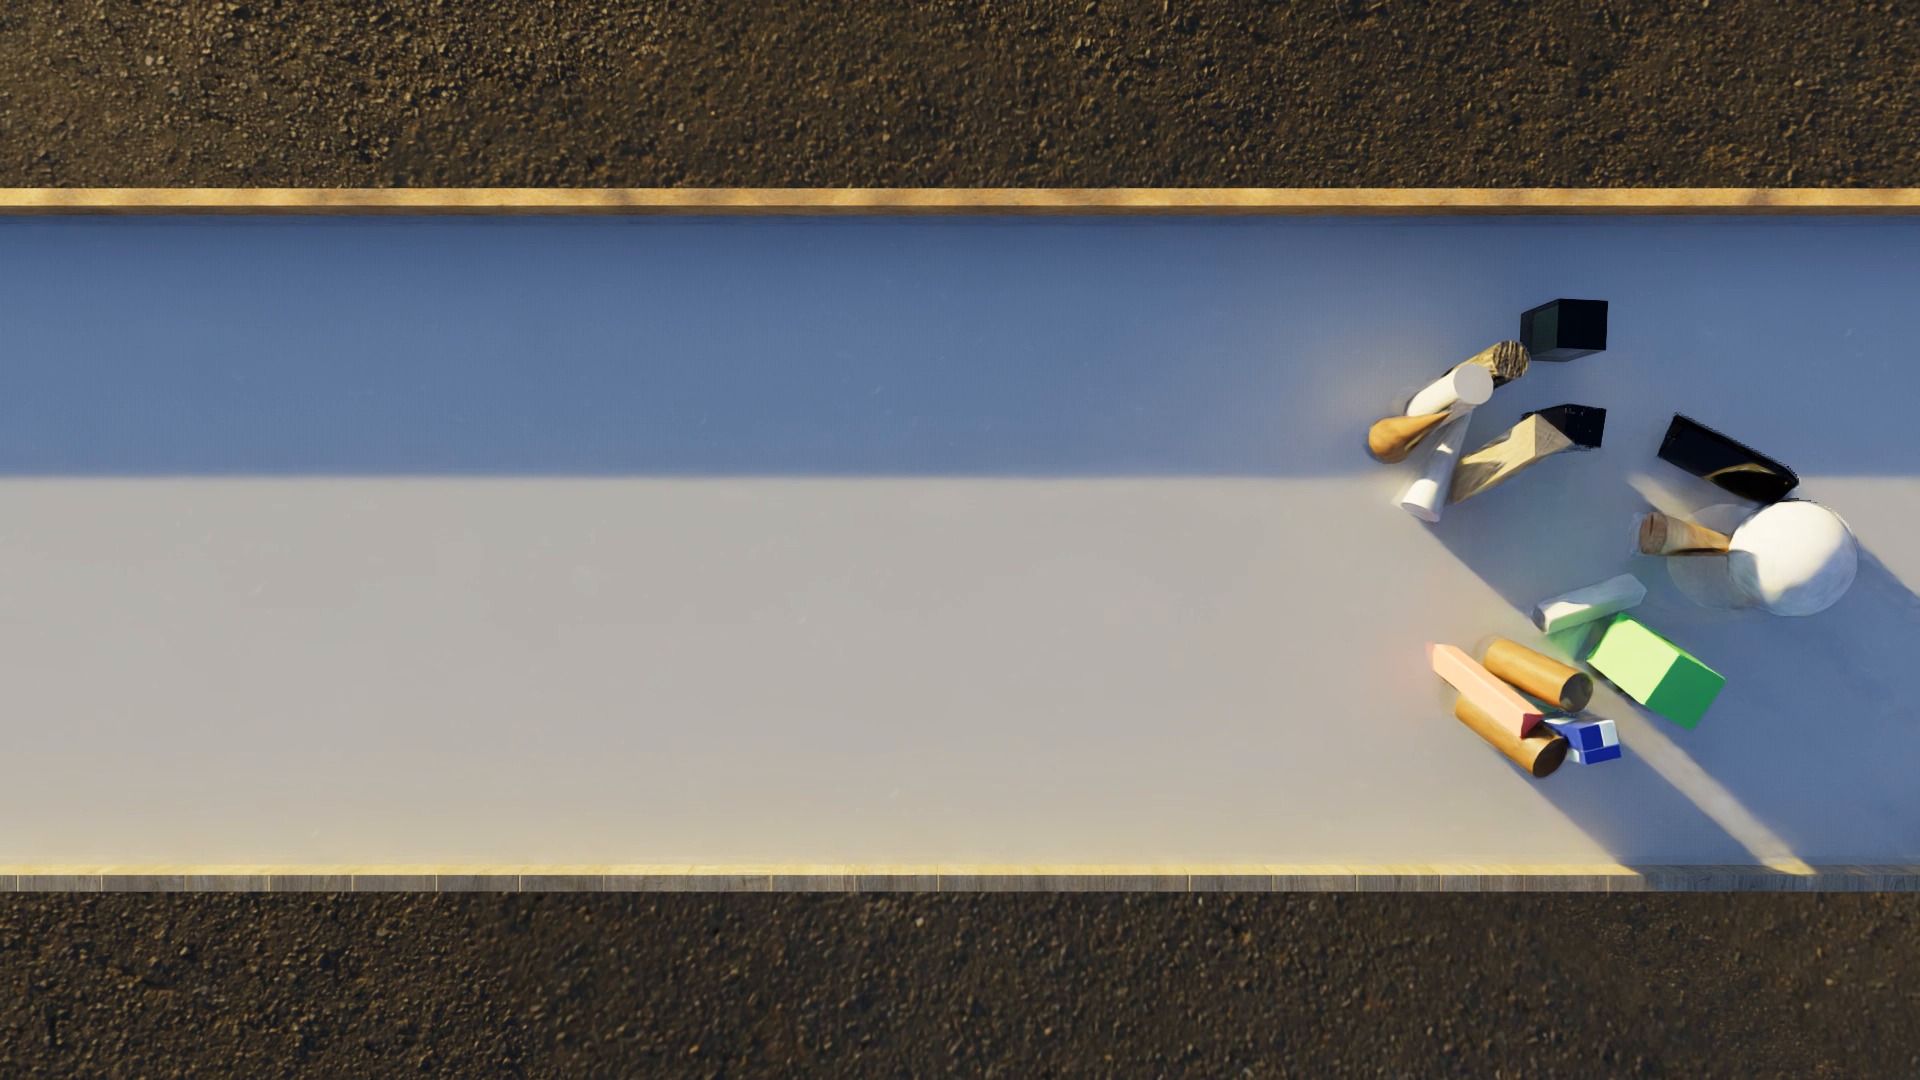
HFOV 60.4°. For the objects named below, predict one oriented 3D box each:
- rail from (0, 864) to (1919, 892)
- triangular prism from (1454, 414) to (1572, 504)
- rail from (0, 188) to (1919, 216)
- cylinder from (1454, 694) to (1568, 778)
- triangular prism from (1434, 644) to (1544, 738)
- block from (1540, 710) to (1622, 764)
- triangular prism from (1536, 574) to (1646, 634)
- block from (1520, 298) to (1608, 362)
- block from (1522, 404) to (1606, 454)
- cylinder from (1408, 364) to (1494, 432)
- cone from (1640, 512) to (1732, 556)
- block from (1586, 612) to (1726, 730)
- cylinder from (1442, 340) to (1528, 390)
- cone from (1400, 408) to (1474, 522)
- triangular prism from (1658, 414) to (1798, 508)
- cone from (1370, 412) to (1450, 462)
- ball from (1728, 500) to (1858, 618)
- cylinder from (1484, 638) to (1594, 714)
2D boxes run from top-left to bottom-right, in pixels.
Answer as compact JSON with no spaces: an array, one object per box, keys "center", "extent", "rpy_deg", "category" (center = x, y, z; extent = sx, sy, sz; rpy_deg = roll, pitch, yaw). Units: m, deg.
[{"center":[-2.247,1.025,5.001],"extent":[12.000,0.150,0.050],"rpy_deg":[0,90,0],"category":"rail"},{"center":[1.597,-0.245,4.859],"extent":[0.133,0.439,0.116],"rpy_deg":[-20,80,-20],"category":"triangular prism"},{"center":[-2.247,-1.025,5.002],"extent":[12.000,0.150,0.050],"rpy_deg":[0,90,0],"category":"rail"},{"center":[1.638,0.562,4.912],"extent":[0.139,0.317,0.139],"rpy_deg":[-16,125,-25],"category":"cylinder"},{"center":[1.576,0.434,4.923],"extent":[0.085,0.373,0.098],"rpy_deg":[-21,128,-20],"category":"triangular prism"},{"center":[1.819,0.583,4.896],"extent":[0.105,0.353,0.105],"rpy_deg":[-11,90,-5],"category":"block"},{"center":[1.931,0.197,5.031],"extent":[0.307,0.086,0.099],"rpy_deg":[-18,90,0],"category":"triangular prism"},{"center":[1.795,-0.622,4.916],"extent":[0.143,0.320,0.143],"rpy_deg":[3,90,0],"category":"block"},{"center":[1.777,-0.326,4.886],"extent":[0.110,0.381,0.110],"rpy_deg":[9,90,0],"category":"block"},{"center":[1.457,-0.422,4.911],"extent":[0.124,0.310,0.124],"rpy_deg":[2,79,-9],"category":"cylinder"},{"center":[2.318,0.014,5.042],"extent":[0.444,0.138,0.138],"rpy_deg":[9,90,-9],"category":"cone"},{"center":[2.050,0.384,4.870],"extent":[0.178,0.352,0.178],"rpy_deg":[28,103,-13],"category":"block"},{"center":[1.560,-0.496,4.914],"extent":[0.114,0.306,0.114],"rpy_deg":[2,80,-12],"category":"cylinder"},{"center":[1.501,-0.281,5.045],"extent":[0.126,0.126,0.447],"rpy_deg":[28,82,0],"category":"cone"},{"center":[2.340,-0.247,5.002],"extent":[0.373,0.127,0.146],"rpy_deg":[26,83,0],"category":"triangular prism"},{"center":[1.364,-0.336,4.890],"extent":[0.141,0.346,0.141],"rpy_deg":[3,79,-15],"category":"cone"},{"center":[2.453,0.056,4.864],"extent":[0.343,0.343,0.343],"rpy_deg":[0,90,0],"category":"ball"},{"center":[1.717,0.401,4.908],"extent":[0.125,0.317,0.125],"rpy_deg":[-7,108,-23],"category":"cylinder"}]
